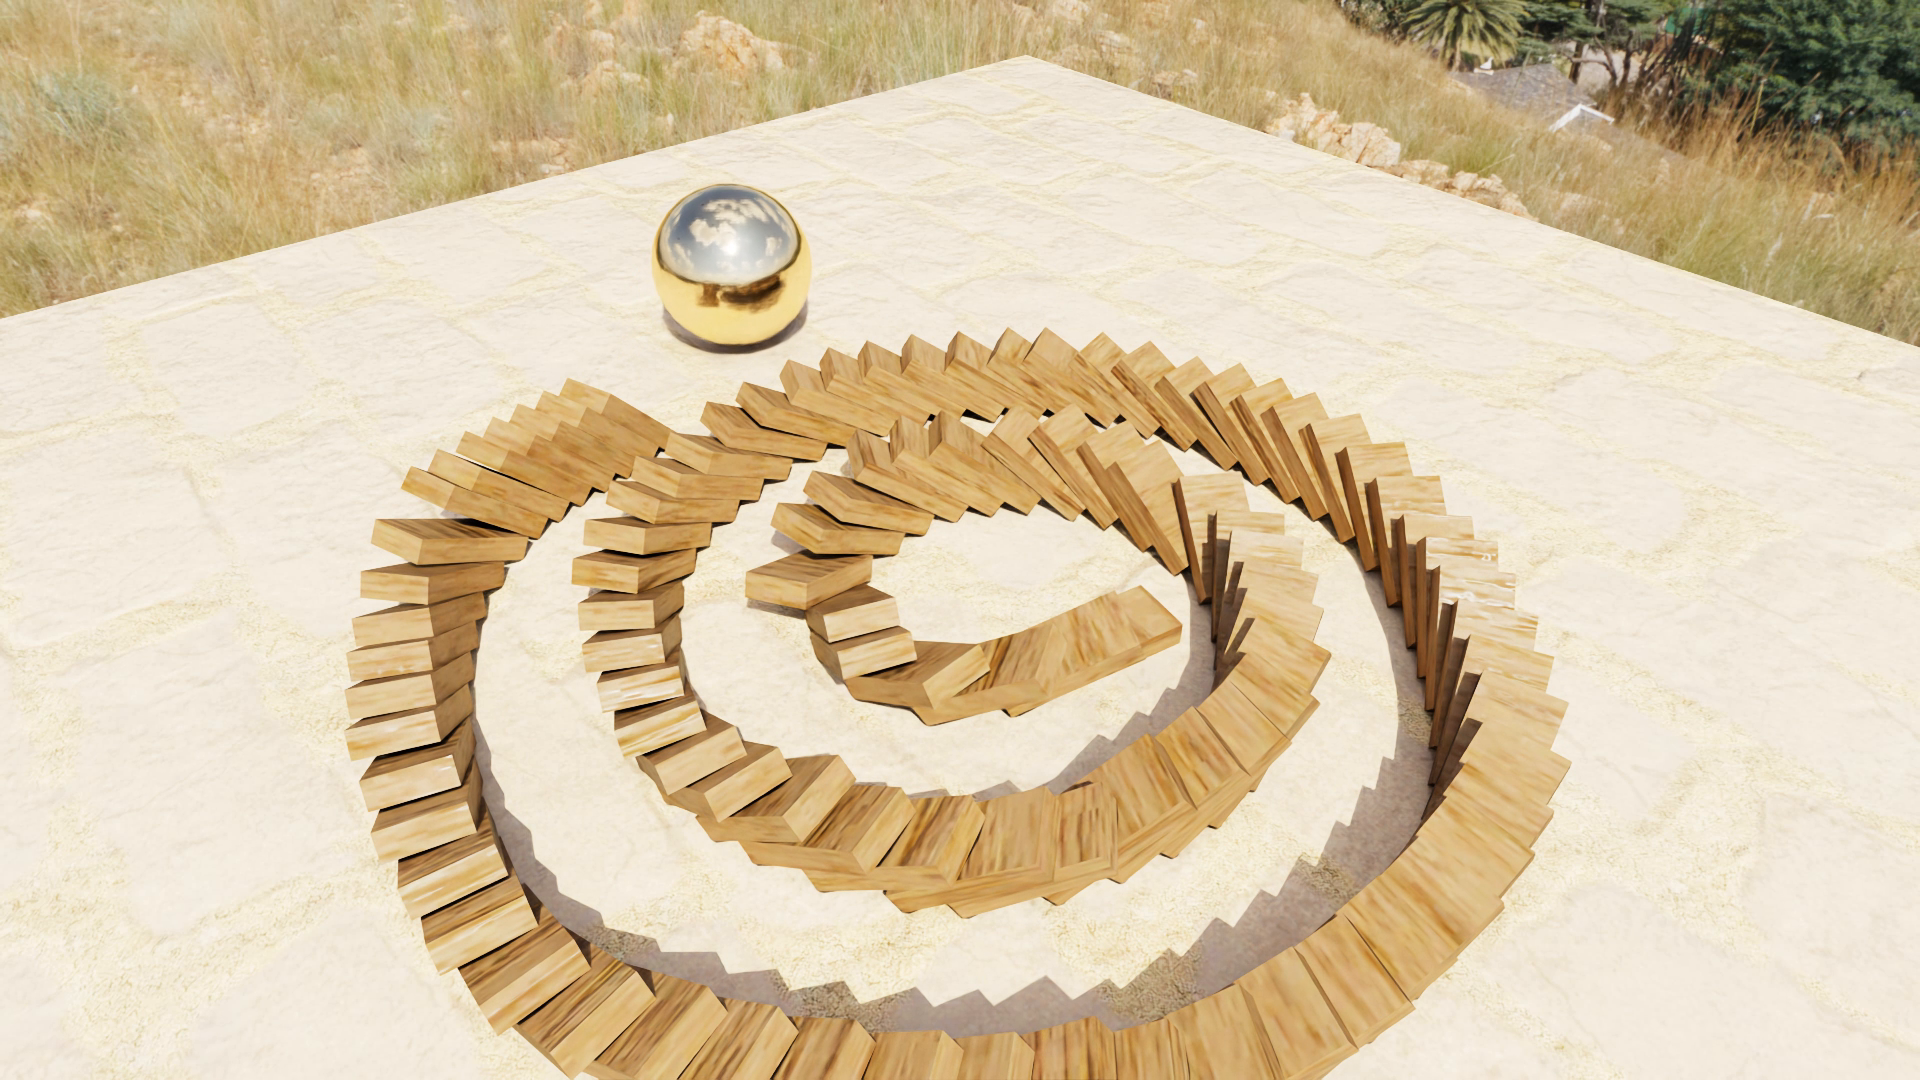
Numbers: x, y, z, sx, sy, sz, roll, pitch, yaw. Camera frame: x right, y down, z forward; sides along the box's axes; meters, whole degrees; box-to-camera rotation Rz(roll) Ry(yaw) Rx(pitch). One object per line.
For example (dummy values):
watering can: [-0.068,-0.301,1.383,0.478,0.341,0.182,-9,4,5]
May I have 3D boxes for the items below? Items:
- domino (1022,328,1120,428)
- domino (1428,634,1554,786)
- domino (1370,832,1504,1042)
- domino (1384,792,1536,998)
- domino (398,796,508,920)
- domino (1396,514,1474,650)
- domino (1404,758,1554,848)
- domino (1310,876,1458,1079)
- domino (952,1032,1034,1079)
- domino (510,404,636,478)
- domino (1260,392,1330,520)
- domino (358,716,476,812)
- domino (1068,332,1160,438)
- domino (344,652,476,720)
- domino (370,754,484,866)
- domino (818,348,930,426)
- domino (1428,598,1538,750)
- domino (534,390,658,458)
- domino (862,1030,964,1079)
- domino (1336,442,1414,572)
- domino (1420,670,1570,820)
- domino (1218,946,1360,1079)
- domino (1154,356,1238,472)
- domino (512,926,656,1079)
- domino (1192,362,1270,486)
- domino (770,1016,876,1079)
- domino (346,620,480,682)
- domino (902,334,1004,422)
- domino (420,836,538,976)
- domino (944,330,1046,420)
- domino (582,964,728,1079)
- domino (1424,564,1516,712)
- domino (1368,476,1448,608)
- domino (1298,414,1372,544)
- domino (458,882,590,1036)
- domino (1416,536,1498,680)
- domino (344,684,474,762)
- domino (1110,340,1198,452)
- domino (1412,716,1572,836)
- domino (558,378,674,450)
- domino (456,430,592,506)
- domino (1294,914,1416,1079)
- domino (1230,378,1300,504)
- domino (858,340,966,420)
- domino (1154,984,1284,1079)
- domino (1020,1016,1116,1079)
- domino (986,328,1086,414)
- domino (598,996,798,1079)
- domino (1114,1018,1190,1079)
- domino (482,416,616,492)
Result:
domino: [0.054,-0.077,0.516,0.050,0.009,0.025,36,40,-7]
domino: [0.169,0.058,0.351,0.025,0.009,0.050,16,78,18]
domino: [0.117,0.106,0.294,0.050,0.009,0.025,-45,52,-1]
domino: [0.131,0.097,0.303,0.050,0.010,0.025,-48,55,-3]
domino: [-0.145,0.089,0.314,0.025,0.009,0.050,-23,13,-24]
domino: [0.177,0.016,0.406,0.025,0.010,0.050,3,68,3]
domino: [0.142,0.090,0.313,0.025,0.009,0.050,35,84,35]
domino: [0.100,0.114,0.285,0.050,0.009,0.025,-42,47,1]
domino: [-0.008,0.133,0.261,0.050,0.010,0.025,-20,31,28]
domino: [-0.163,-0.041,0.466,0.025,0.050,0.009,20,84,24]
domino: [0.150,-0.036,0.465,0.025,0.009,0.050,-19,79,-25]
domino: [-0.166,0.068,0.340,0.025,0.010,0.050,-15,9,-17]
domino: [0.077,-0.072,0.512,0.050,0.010,0.025,43,47,3]
domino: [-0.180,0.047,0.364,0.025,0.010,0.050,-10,5,-10]
domino: [-0.157,0.079,0.328,0.025,0.010,0.050,-17,11,-19]
domino: [-0.039,-0.070,0.508,0.050,0.010,0.025,20,29,-29]
domino: [0.173,0.047,0.364,0.025,0.009,0.050,12,77,14]
domino: [-0.156,-0.048,0.474,0.025,0.050,0.009,21,84,24]
domino: [-0.025,0.132,0.262,0.050,0.009,0.025,-18,32,31]
domino: [0.170,-0.014,0.439,0.025,0.010,0.050,-6,73,-8]
domino: [0.164,0.068,0.338,0.025,0.010,0.050,23,80,23]
domino: [0.068,0.125,0.270,0.050,0.009,0.025,-36,43,9]
domino: [0.113,-0.057,0.495,0.025,0.010,0.050,-32,78,-33]
domino: [-0.101,0.116,0.281,0.050,0.009,0.025,-3,30,50]
domino: [0.127,-0.051,0.484,0.025,0.009,0.050,-28,83,-31]
domino: [-0.047,0.129,0.266,0.050,0.009,0.025,-14,29,34]
domino: [-0.185,0.037,0.376,0.025,0.010,0.050,-8,4,-7]
domino: [-0.003,-0.076,0.516,0.050,0.010,0.025,25,32,-21]
domino: [-0.135,0.099,0.304,0.025,0.009,0.050,-23,15,-26]
domino: [0.017,-0.077,0.517,0.050,0.010,0.025,27,36,-17]
domino: [-0.083,0.121,0.276,0.050,0.009,0.025,-9,28,42]
domino: [0.175,0.035,0.378,0.025,0.009,0.050,7,77,7]
domino: [0.175,0.000,0.423,0.025,0.009,0.050,-1,71,-2]
domino: [0.161,-0.026,0.453,0.025,0.010,0.050,-12,75,-18]
domino: [-0.118,0.109,0.291,0.025,0.009,0.050,-32,19,-30]
domino: [0.177,0.025,0.391,0.025,0.009,0.050,5,76,4]
domino: [-0.175,0.057,0.351,0.025,0.010,0.050,-12,5,-13]
domino: [0.095,-0.067,0.506,0.050,0.010,0.025,49,51,8]
domino: [0.155,0.080,0.324,0.025,0.009,0.050,31,83,32]
domino: [-0.149,-0.054,0.482,0.025,0.050,0.010,21,84,23]
domino: [-0.178,-0.029,0.451,0.025,0.050,0.009,21,84,23]
domino: [0.085,0.120,0.276,0.050,0.009,0.025,-39,45,6]
domino: [0.140,-0.043,0.474,0.025,0.010,0.050,-23,80,-26]
domino: [-0.023,-0.073,0.512,0.050,0.009,0.025,22,29,-26]
domino: [0.051,0.130,0.264,0.050,0.009,0.025,-31,40,14]
domino: [0.013,0.133,0.260,0.050,0.010,0.025,-25,34,22]
domino: [0.038,-0.077,0.518,0.050,0.010,0.025,33,40,-10]
domino: [-0.066,0.126,0.270,0.050,0.010,0.025,-12,28,39]
domino: [0.030,0.134,0.261,0.050,0.009,0.025,-25,34,21]
domino: [-0.170,-0.035,0.459,0.025,0.050,0.010,21,84,24]
